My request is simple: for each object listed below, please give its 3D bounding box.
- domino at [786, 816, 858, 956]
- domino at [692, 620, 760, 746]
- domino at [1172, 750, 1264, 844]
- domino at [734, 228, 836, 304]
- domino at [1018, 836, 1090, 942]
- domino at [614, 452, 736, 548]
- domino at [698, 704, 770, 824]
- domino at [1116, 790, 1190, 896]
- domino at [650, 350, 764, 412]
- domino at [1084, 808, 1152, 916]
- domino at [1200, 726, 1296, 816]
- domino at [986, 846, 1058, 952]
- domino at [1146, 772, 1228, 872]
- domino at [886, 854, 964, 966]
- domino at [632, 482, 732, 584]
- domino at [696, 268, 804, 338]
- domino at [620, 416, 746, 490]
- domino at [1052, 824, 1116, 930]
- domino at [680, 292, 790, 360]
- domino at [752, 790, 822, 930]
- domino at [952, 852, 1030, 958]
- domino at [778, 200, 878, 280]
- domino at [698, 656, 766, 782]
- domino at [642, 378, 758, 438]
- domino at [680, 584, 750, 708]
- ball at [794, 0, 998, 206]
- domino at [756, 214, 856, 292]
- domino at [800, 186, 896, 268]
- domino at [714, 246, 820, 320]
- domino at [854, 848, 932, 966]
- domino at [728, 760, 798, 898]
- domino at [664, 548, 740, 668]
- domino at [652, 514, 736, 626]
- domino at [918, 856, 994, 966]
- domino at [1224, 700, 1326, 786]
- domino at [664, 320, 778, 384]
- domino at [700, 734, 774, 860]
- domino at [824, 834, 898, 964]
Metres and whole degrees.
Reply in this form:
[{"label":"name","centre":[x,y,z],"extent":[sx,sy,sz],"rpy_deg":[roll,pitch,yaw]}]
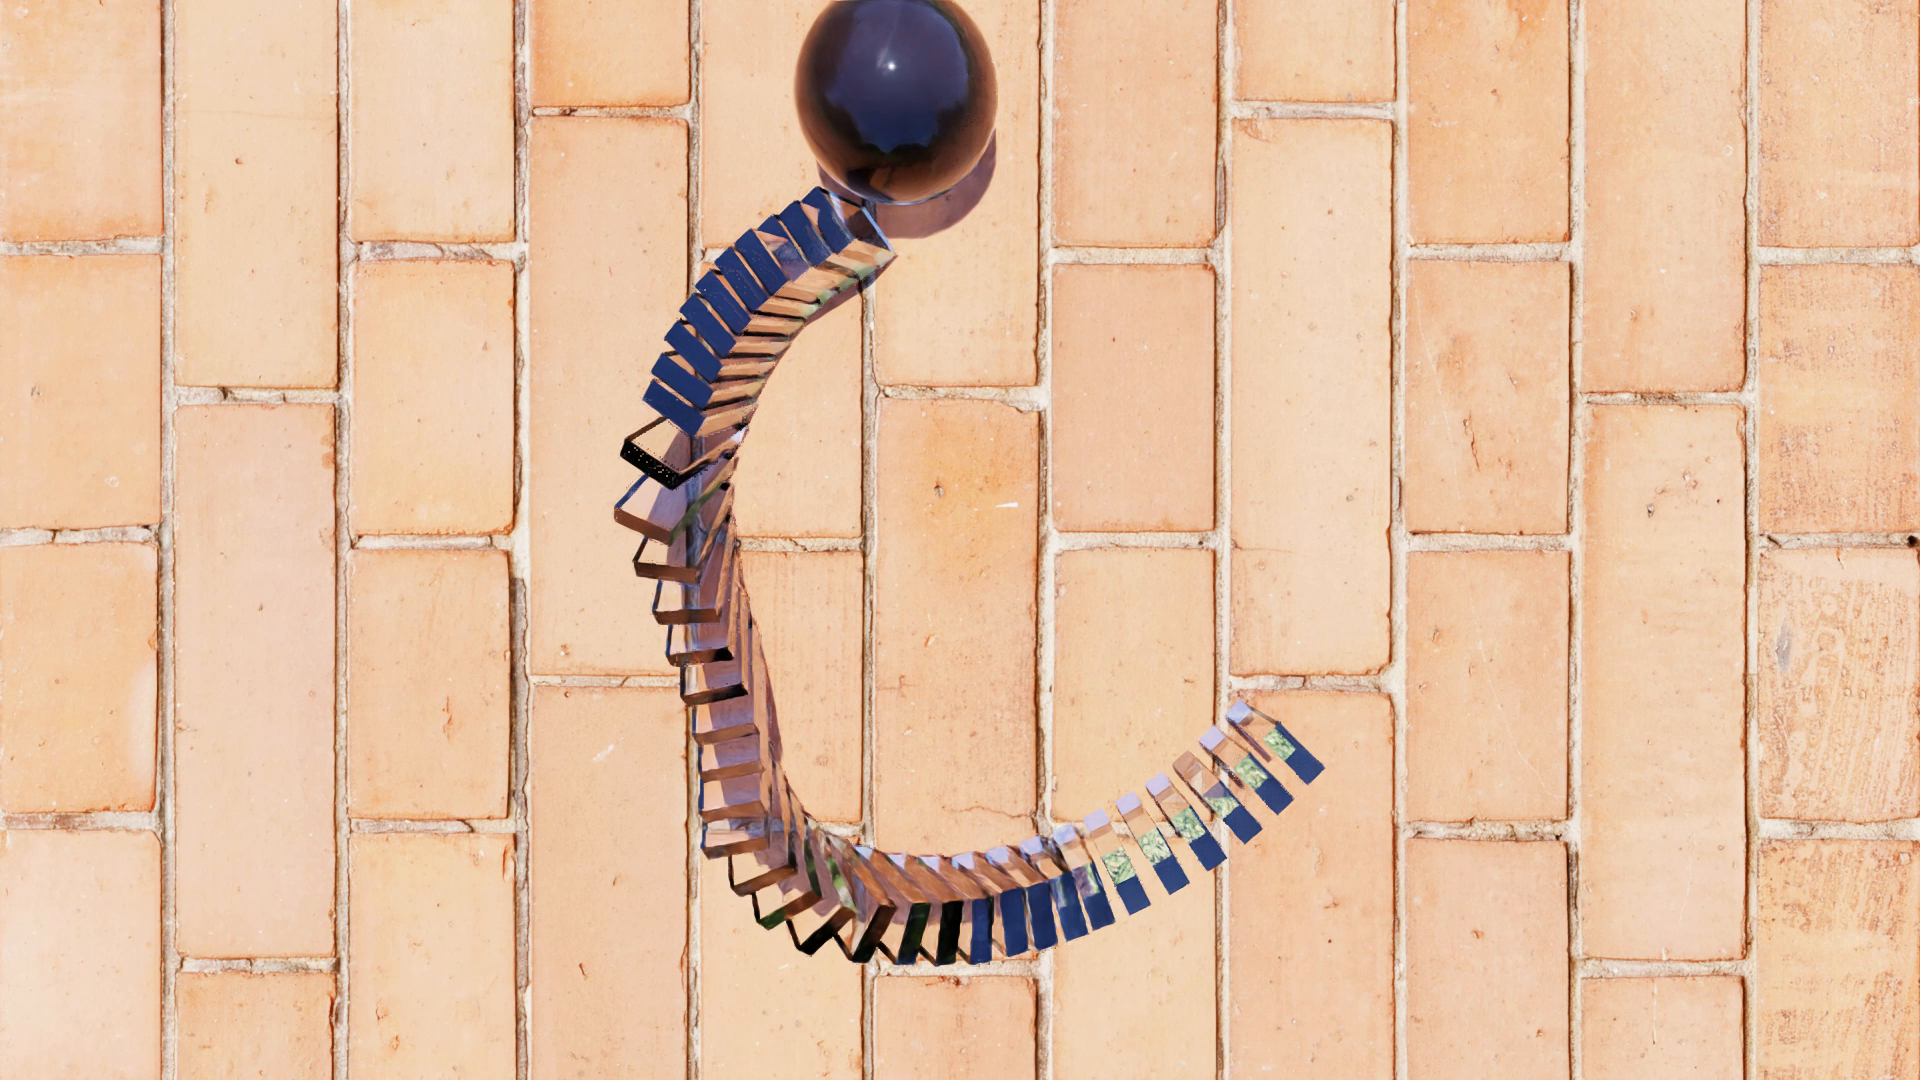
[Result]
[{"label":"domino","centre":[-0.063,0.141,0.378],"extent":[0.025,0.050,0.009],"rpy_deg":[-42,129,0]},{"label":"domino","centre":[-0.097,0.059,0.380],"extent":[0.025,0.009,0.050],"rpy_deg":[-12,49,0]},{"label":"domino","centre":[0.104,0.104,0.375],"extent":[0.010,0.050,0.025],"rpy_deg":[-41,90,0]},{"label":"domino","centre":[-0.070,-0.111,0.375],"extent":[0.009,0.050,0.025],"rpy_deg":[-35,90,18]},{"label":"domino","centre":[0.038,0.141,0.375],"extent":[0.010,0.050,0.025],"rpy_deg":[-16,90,-10]},{"label":"domino","centre":[-0.117,-0.022,0.379],"extent":[0.025,0.010,0.050],"rpy_deg":[24,48,3]},{"label":"domino","centre":[-0.093,0.090,0.379],"extent":[0.025,0.010,0.050],"rpy_deg":[-10,45,0]},{"label":"domino","centre":[0.078,0.123,0.375],"extent":[0.009,0.050,0.025],"rpy_deg":[-30,90,0]},{"label":"domino","centre":[-0.102,-0.067,0.375],"extent":[0.025,0.050,0.010],"rpy_deg":[37,108,0]},{"label":"domino","centre":[0.064,0.130,0.375],"extent":[0.010,0.050,0.025],"rpy_deg":[-26,90,0]},{"label":"domino","centre":[0.116,0.093,0.375],"extent":[0.009,0.050,0.025],"rpy_deg":[-44,90,0]},{"label":"domino","centre":[0.025,0.145,0.375],"extent":[0.009,0.050,0.025],"rpy_deg":[-10,90,-16]},{"label":"domino","centre":[0.091,0.114,0.375],"extent":[0.009,0.050,0.025],"rpy_deg":[-34,90,0]},{"label":"domino","centre":[-0.017,0.150,0.376],"extent":[0.010,0.050,0.025],"rpy_deg":[8,90,-31]},{"label":"domino","centre":[-0.114,-0.005,0.379],"extent":[0.025,0.010,0.050],"rpy_deg":[8,47,1]},{"label":"domino","centre":[-0.085,-0.096,0.375],"extent":[0.010,0.050,0.025],"rpy_deg":[-39,90,18]},{"label":"domino","centre":[-0.113,-0.041,0.377],"extent":[0.025,0.050,0.010],"rpy_deg":[34,125,1]},{"label":"domino","centre":[0.050,0.137,0.375],"extent":[0.009,0.050,0.025],"rpy_deg":[-20,90,-3]},{"label":"domino","centre":[-0.091,-0.087,0.375],"extent":[0.010,0.050,0.025],"rpy_deg":[-41,90,18]},{"label":"domino","centre":[-0.075,0.131,0.378],"extent":[0.025,0.050,0.009],"rpy_deg":[-29,131,0]},{"label":"domino","centre":[0.012,0.148,0.375],"extent":[0.010,0.050,0.025],"rpy_deg":[-7,90,-22]},{"label":"domino","centre":[-0.053,-0.122,0.375],"extent":[0.010,0.050,0.025],"rpy_deg":[-35,90,18]},{"label":"domino","centre":[-0.094,0.074,0.380],"extent":[0.025,0.010,0.050],"rpy_deg":[-10,48,0]},{"label":"domino","centre":[-0.105,-0.057,0.375],"extent":[0.025,0.050,0.009],"rpy_deg":[36,108,0]},{"label":"domino","centre":[-0.102,0.043,0.381],"extent":[0.025,0.010,0.050],"rpy_deg":[-12,51,0]},{"label":"ball","centre":[-0.025,-0.174,0.360],"extent":[0.080,0.080,0.080],"rpy_deg":[0,90,0]},{"label":"domino","centre":[-0.061,-0.116,0.375],"extent":[0.009,0.050,0.025],"rpy_deg":[-35,90,18]},{"label":"domino","centre":[-0.044,-0.127,0.375],"extent":[0.010,0.050,0.025],"rpy_deg":[-35,90,18]},{"label":"domino","centre":[-0.078,-0.104,0.375],"extent":[0.010,0.050,0.025],"rpy_deg":[-36,90,18]},{"label":"domino","centre":[-0.032,0.149,0.377],"extent":[0.009,0.050,0.025],"rpy_deg":[16,90,-34]},{"label":"domino","centre":[-0.083,0.118,0.378],"extent":[0.025,0.050,0.010],"rpy_deg":[-23,133,0]},{"label":"domino","centre":[-0.106,0.027,0.381],"extent":[0.025,0.009,0.050],"rpy_deg":[-7,51,0]},{"label":"domino","centre":[-0.110,0.012,0.380],"extent":[0.025,0.010,0.050],"rpy_deg":[-3,49,0]},{"label":"domino","centre":[-0.003,0.150,0.376],"extent":[0.009,0.050,0.025],"rpy_deg":[2,90,-27]},{"label":"domino","centre":[0.128,0.082,0.375],"extent":[0.025,0.050,0.009],"rpy_deg":[45,90,0]},{"label":"domino","centre":[-0.097,-0.078,0.375],"extent":[0.025,0.050,0.010],"rpy_deg":[45,108,0]},{"label":"domino","centre":[-0.091,0.104,0.379],"extent":[0.025,0.050,0.009],"rpy_deg":[-10,134,0]},{"label":"domino","centre":[-0.047,0.147,0.377],"extent":[0.010,0.050,0.025],"rpy_deg":[28,90,-37]}]
